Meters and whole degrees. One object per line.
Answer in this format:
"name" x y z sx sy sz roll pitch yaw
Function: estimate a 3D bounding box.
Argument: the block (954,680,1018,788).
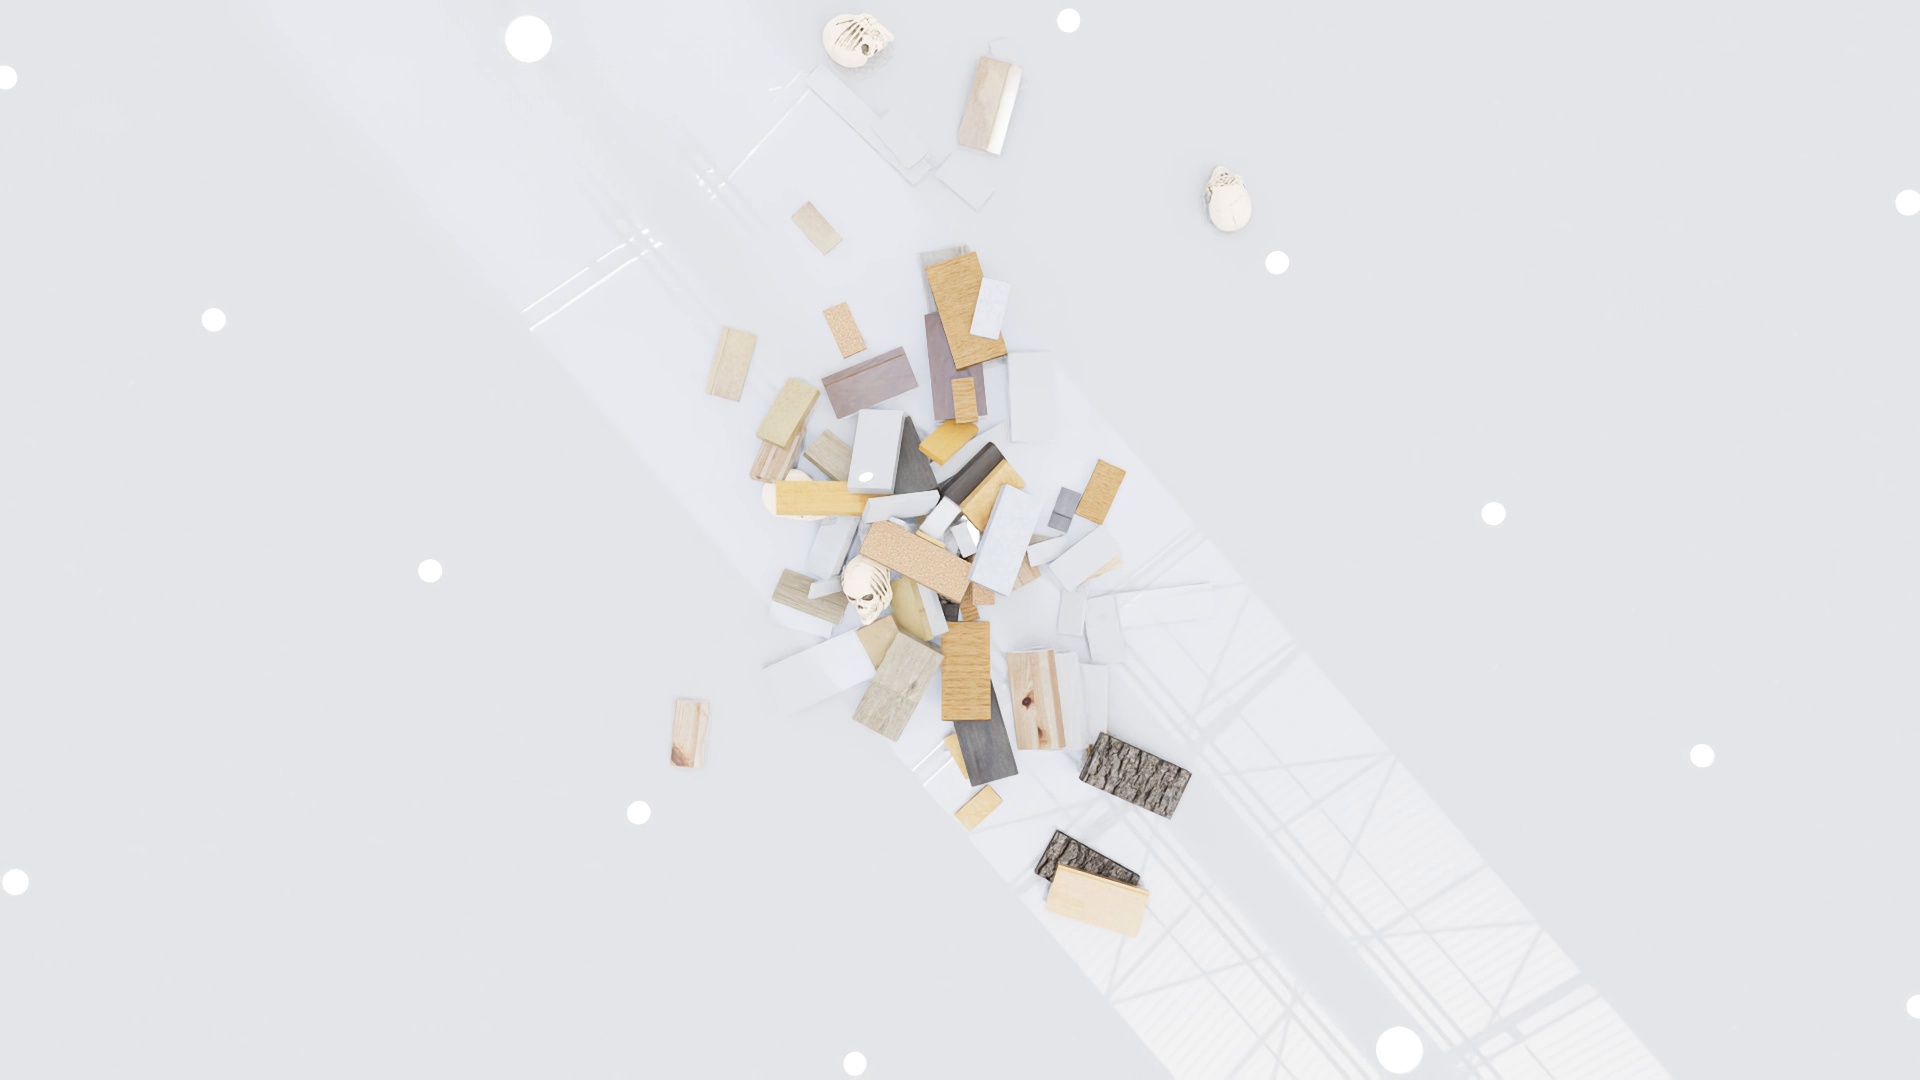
"block" 0.071 0.638 5.441 0.161 0.046 0.322 -16 78 -2

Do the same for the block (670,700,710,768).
"block" -0.898 0.645 5.485 0.108 0.031 0.217 5 90 0

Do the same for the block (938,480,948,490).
"block" -0.073 -0.229 5.475 0.073 0.021 0.147 5 87 18

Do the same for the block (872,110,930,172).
"block" -0.198 -1.324 5.463 0.093 0.026 0.186 -42 90 0

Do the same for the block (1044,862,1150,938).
"block" 0.451 1.186 5.433 0.314 0.044 0.157 17 90 0

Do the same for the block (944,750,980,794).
"block" 0.009 0.763 5.489 0.076 0.021 0.151 -19 90 0

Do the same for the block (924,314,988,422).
"block" -0.014 -0.573 5.424 0.174 0.049 0.348 -6 89 0

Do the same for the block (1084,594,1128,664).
"block" 0.477 0.299 5.466 0.111 0.031 0.222 -11 90 20

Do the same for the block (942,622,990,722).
"block" 0.019 0.434 5.440 0.161 0.046 0.322 -1 77 1

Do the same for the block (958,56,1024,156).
"block" 0.101 -1.438 5.463 0.146 0.041 0.292 16 97 0

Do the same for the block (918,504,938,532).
"block" -0.106 -0.106 5.447 0.073 0.021 0.147 -8 78 17

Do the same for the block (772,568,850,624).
"block" -0.491 0.188 5.448 0.237 0.034 0.118 21 48 0

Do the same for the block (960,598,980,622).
"block" 0.025 0.217 5.492 0.055 0.016 0.111 -16 90 0

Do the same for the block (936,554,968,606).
"block" -0.030 0.118 5.452 0.094 0.027 0.189 4 80 26

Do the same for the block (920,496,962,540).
"block" -0.064 -0.070 5.374 0.070 0.020 0.140 38 111 -4

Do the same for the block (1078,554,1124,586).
"block" 0.452 0.079 5.488 0.164 0.023 0.082 -26 90 0

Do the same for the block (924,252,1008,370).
"block" 0.020 -0.746 5.377 0.174 0.049 0.348 -17 89 0

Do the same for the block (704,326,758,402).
"block" -0.761 -0.584 5.484 0.114 0.032 0.229 16 90 0

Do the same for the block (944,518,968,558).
"block" -0.041 0.015 5.452 0.094 0.027 0.189 9 80 27

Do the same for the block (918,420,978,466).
"block" -0.036 -0.333 5.423 0.099 0.028 0.197 36 56 14

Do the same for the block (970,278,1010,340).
"block" 0.098 -0.747 5.339 0.093 0.026 0.186 13 89 0

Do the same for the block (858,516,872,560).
"block" -0.277 -0.046 5.428 0.111 0.031 0.222 -4 67 -17

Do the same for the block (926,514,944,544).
"block" -0.080 -0.031 5.410 0.054 0.015 0.107 0 109 10

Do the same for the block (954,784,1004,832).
"block" 0.062 0.892 5.489 0.151 0.021 0.076 -42 90 0

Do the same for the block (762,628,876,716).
"block" -0.465 0.438 5.476 0.340 0.048 0.170 -24 90 0

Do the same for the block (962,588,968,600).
"block" 0.006 0.140 5.472 0.055 0.016 0.111 -6 79 21

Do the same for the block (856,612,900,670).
"block" -0.223 0.385 5.451 0.131 0.037 0.263 -26 99 10

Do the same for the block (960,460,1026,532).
"block" 0.106 -0.146 5.440 0.223 0.032 0.112 -47 121 -9

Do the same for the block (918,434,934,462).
"block" -0.125 -0.274 5.475 0.072 0.021 0.145 10 90 25

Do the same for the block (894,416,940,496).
"block" -0.182 -0.258 5.412 0.145 0.041 0.291 -21 62 -2

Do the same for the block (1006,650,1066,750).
"block" 0.249 0.527 5.435 0.161 0.046 0.322 -7 90 35

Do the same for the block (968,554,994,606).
"block" 0.069 0.121 5.460 0.095 0.027 0.189 -1 90 -39

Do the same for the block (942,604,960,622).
"block" -0.029 0.213 5.457 0.055 0.016 0.111 4 83 25

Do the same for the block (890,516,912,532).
"block" -0.192 -0.046 5.361 0.051 0.103 0.015 22 78 18

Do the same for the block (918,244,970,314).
"block" -0.025 -0.790 5.475 0.174 0.049 0.348 -10 90 0

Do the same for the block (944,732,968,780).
"block" 0.014 0.709 5.461 0.076 0.021 0.151 -29 79 -5

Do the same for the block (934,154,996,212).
"block" 0.016 -1.190 5.487 0.186 0.026 0.093 40 90 0
